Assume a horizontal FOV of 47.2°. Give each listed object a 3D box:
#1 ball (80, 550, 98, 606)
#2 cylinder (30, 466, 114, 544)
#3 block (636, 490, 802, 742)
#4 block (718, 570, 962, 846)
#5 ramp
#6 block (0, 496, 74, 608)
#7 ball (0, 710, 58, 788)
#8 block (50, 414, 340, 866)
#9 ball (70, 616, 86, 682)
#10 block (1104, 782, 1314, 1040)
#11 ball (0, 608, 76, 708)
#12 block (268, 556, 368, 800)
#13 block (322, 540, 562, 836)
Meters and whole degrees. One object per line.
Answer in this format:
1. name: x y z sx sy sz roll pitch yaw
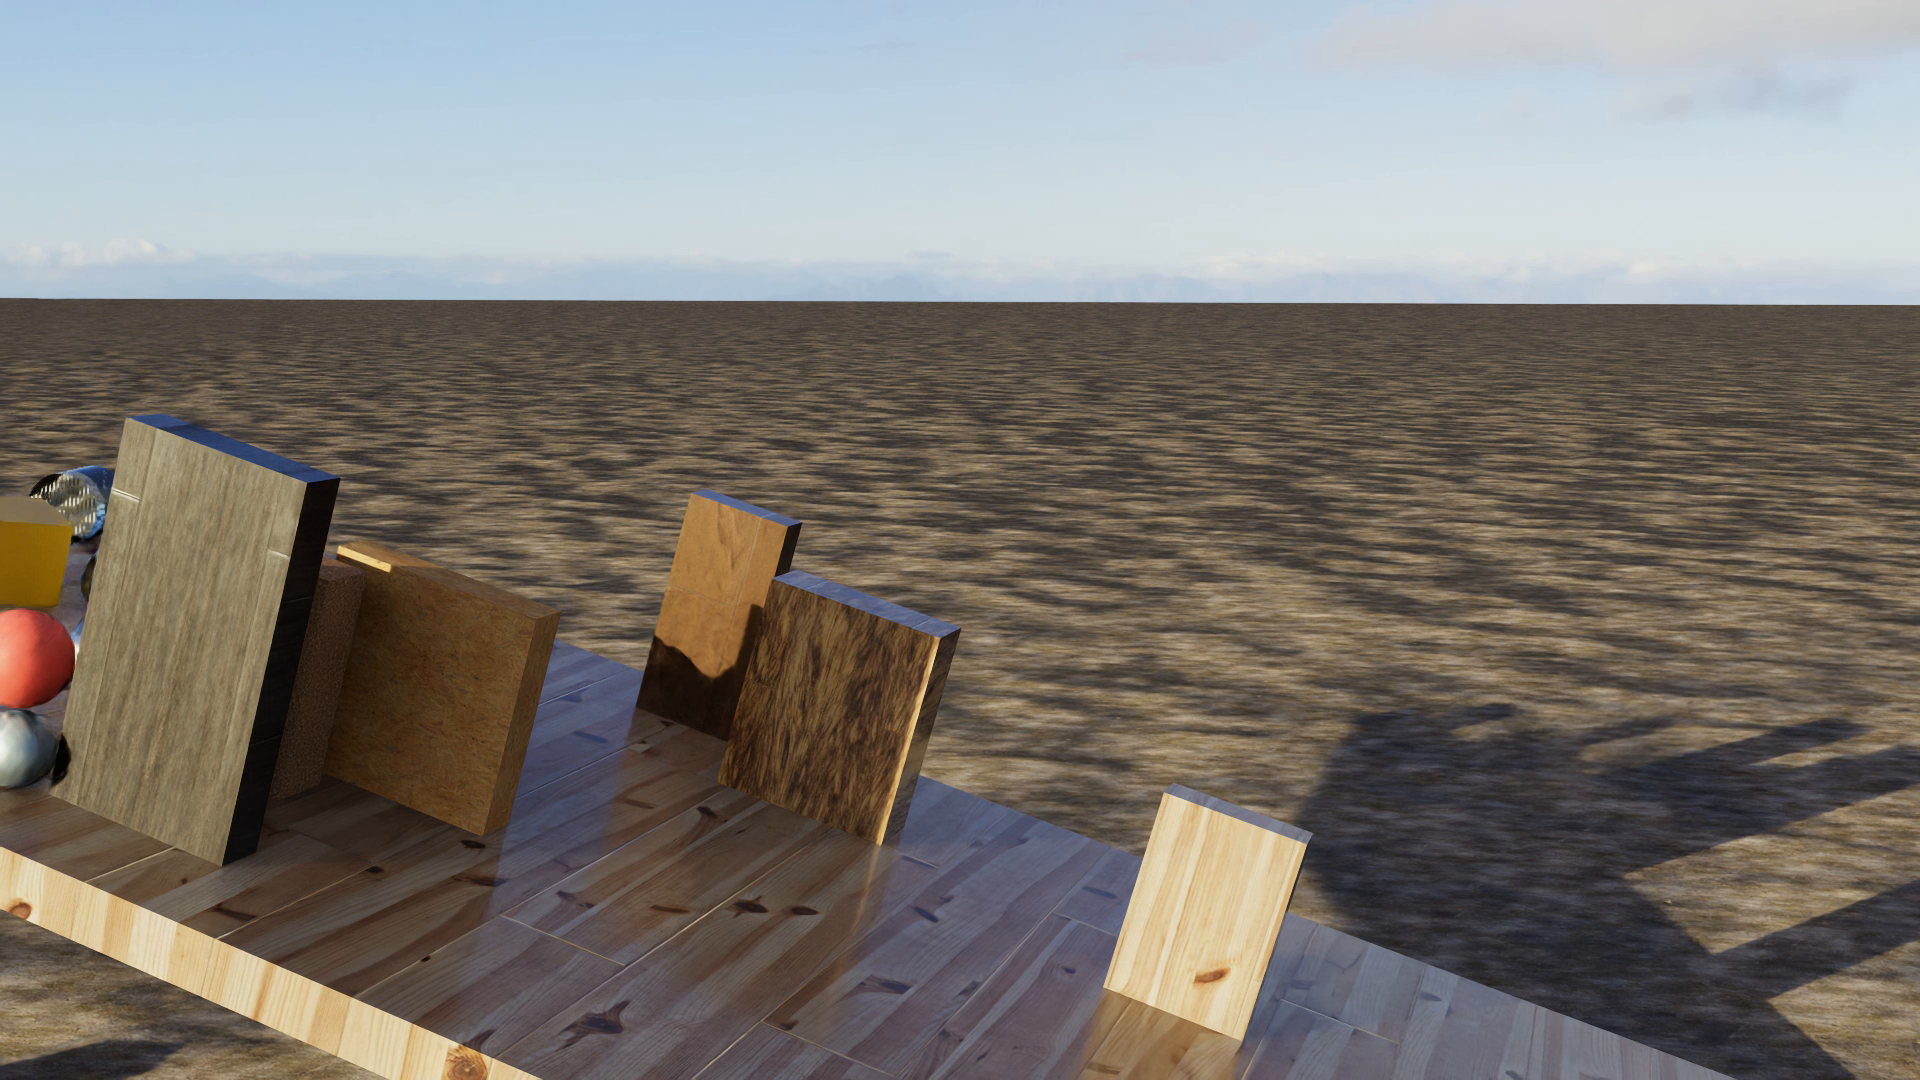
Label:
1. ball: -1.756 0.092 4.644 0.186 0.186 0.186 0 7 0
2. cylinder: -2.058 -0.083 5.137 0.164 0.164 0.164 1 8 5
3. block: -0.555 0.173 5.046 0.245 0.523 0.090 19 12 14
4. block: -0.261 0.354 4.720 0.390 0.468 0.150 19 12 14
5. ramp: -0.373 0.724 4.237 4.000 0.100 2.000 19 12 14
6. block: -2.011 0.021 4.647 0.181 0.181 0.181 6 15 -42
7. ball: -1.601 0.354 3.734 0.133 0.133 0.133 0 7 0
8. block: -1.288 0.166 3.690 0.353 0.675 0.096 19 12 14
9. ball: -1.552 0.216 4.083 0.204 0.204 0.204 0 7 0
10. block: 0.472 0.707 4.193 0.282 0.406 0.087 19 12 14
11. ball: -1.592 0.201 3.733 0.169 0.169 0.169 0 7 0
12. block: -1.294 0.221 4.053 0.287 0.425 0.127 19 12 14
13. block: -1.012 0.276 4.153 0.425 0.434 0.098 19 12 14
